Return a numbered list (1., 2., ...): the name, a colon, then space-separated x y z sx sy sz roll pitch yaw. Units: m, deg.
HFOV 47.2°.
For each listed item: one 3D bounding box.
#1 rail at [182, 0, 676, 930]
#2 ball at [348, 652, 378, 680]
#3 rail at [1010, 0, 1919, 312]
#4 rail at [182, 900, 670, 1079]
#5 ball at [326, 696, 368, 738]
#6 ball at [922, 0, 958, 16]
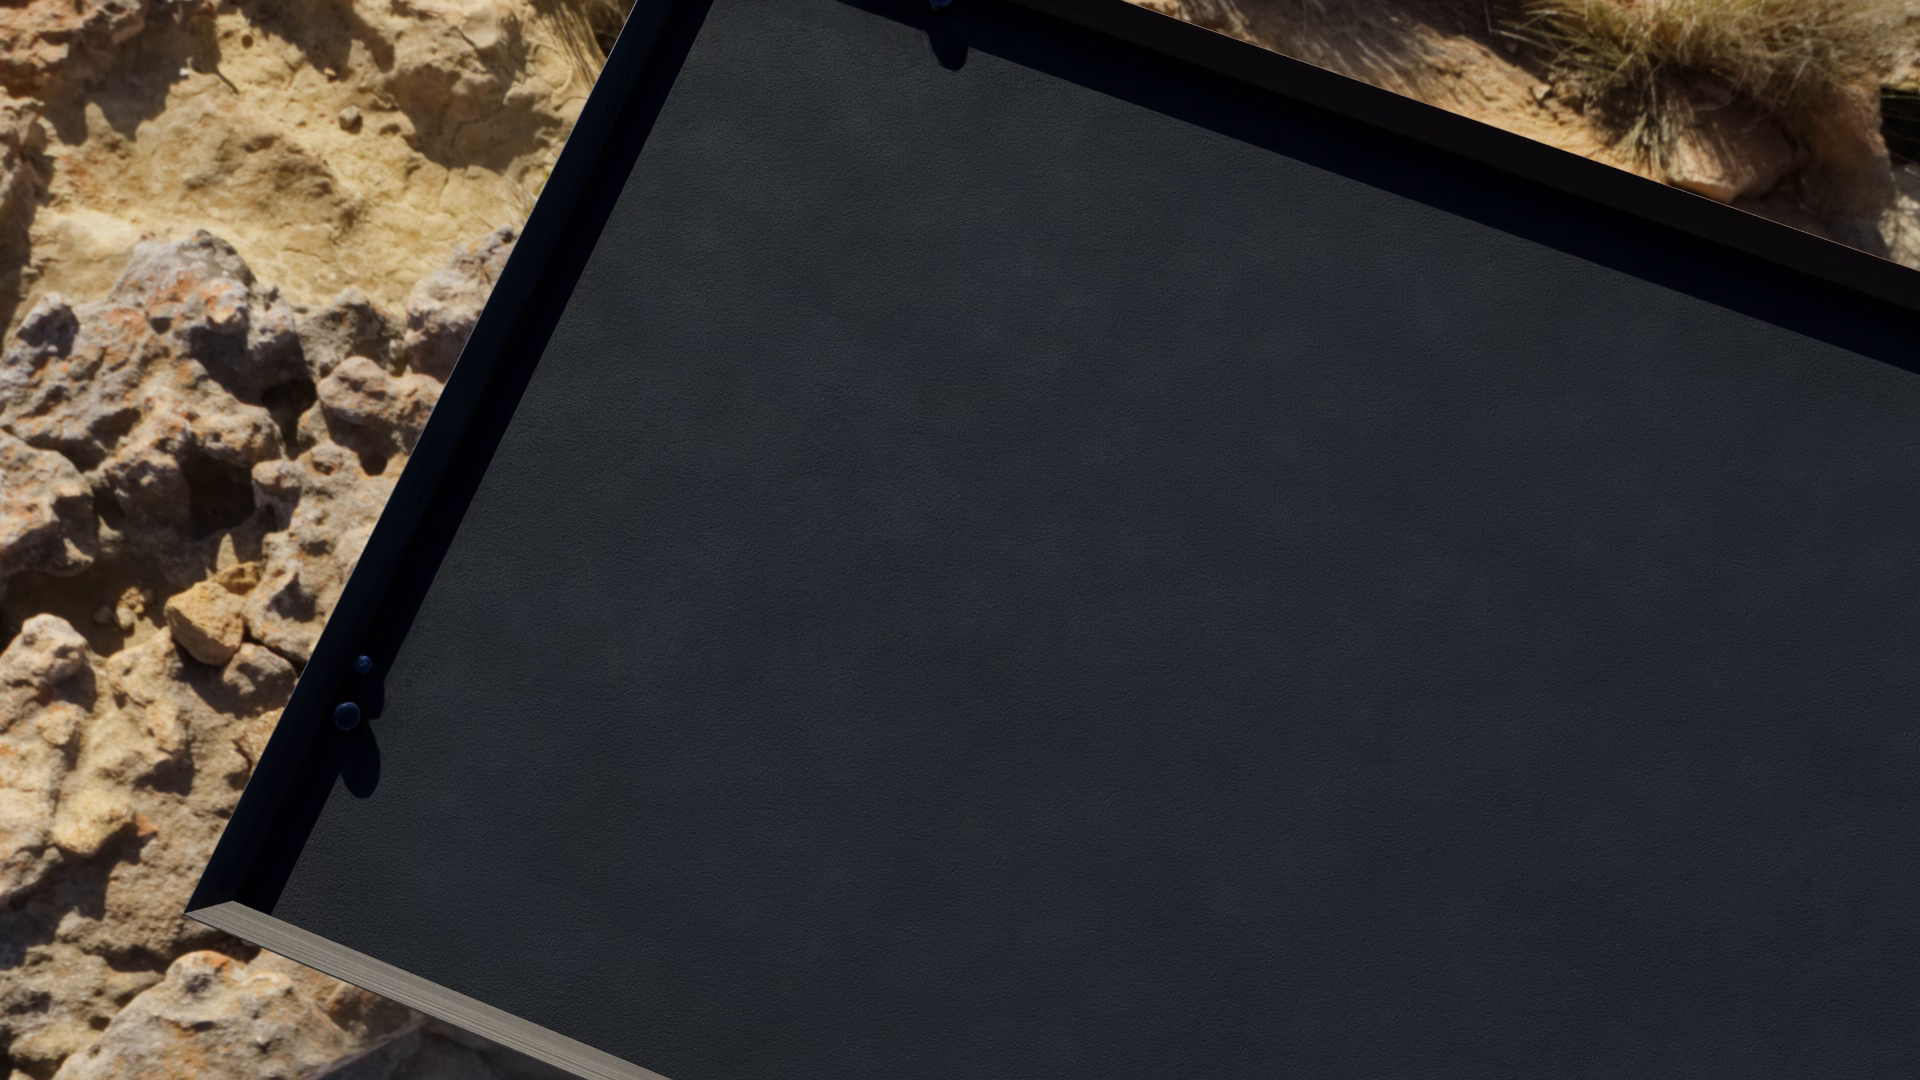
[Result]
1. rail: -0.754 -0.285 3.481 0.045 0.082 1.909 20 73 6
2. ball: -0.910 0.191 3.350 0.042 0.042 0.042 0 72 0
3. rail: 1.115 -0.542 3.564 3.332 0.082 0.045 20 73 6
4. rail: 0.437 1.109 3.033 3.332 0.082 0.045 20 73 6
5. ball: -0.923 0.268 3.315 0.062 0.062 0.062 0 72 0
6. ball: -0.033 -0.911 3.693 0.063 0.063 0.063 0 72 0
